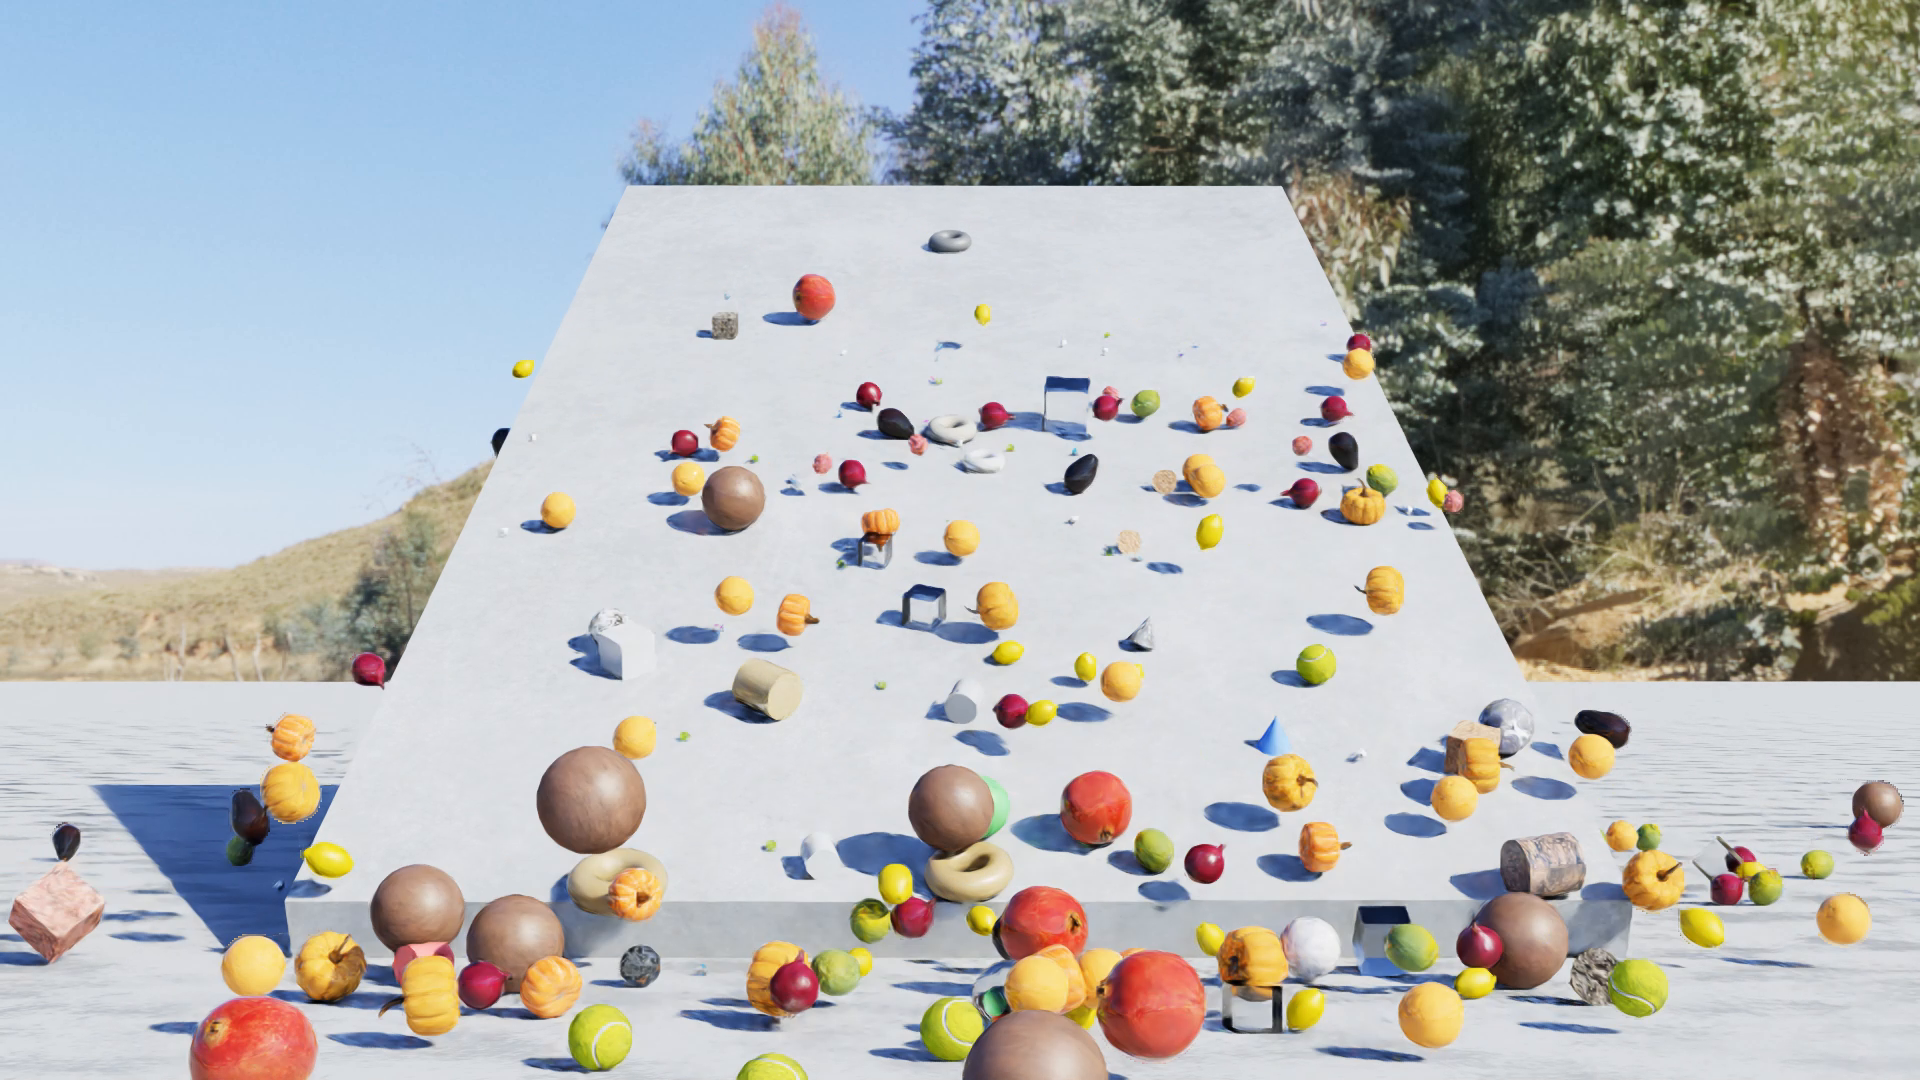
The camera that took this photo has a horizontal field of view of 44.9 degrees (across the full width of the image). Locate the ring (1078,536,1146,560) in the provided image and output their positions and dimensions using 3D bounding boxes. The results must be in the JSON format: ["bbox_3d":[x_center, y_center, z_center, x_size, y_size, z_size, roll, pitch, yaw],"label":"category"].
[{"bbox_3d":[0.298,0.016,4.580,0.135,0.045,0.135,1,1,0],"label":"ring"}]

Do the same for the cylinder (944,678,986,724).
[{"bbox_3d":[0.009,0.275,3.961,0.057,0.057,0.057,-1,24,15],"label":"cylinder"}]

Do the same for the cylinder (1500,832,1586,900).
[{"bbox_3d":[0.864,0.484,3.448,0.090,0.090,0.090,-6,-2,-16],"label":"cylinder"}]

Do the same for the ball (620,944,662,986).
[{"bbox_3d":[-0.435,0.580,3.163,0.056,0.056,0.056,0,-3,0],"label":"ball"}]

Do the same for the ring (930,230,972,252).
[{"bbox_3d":[-0.027,-0.834,6.493,0.120,0.040,0.120,-1,25,0],"label":"ring"}]

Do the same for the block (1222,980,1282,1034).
[{"bbox_3d":[0.348,0.558,2.777,0.056,0.056,0.056,1,-3,-12],"label":"block"}]

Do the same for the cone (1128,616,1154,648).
[{"bbox_3d":[0.336,0.160,4.207,0.054,0.054,0.054,17,9,-3],"label":"cone"}]

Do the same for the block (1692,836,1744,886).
[{"bbox_3d":[1.444,0.611,4.429,0.064,0.064,0.064,46,16,17],"label":"block"}]

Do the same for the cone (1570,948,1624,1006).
[{"bbox_3d":[0.809,0.572,3.016,0.075,0.075,0.075,1,-18,-14],"label":"cone"}]

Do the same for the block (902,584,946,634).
[{"bbox_3d":[-0.066,0.126,4.292,0.063,0.063,0.063,10,26,22],"label":"block"}]

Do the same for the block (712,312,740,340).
[{"bbox_3d":[-0.585,-0.534,5.792,0.055,0.055,0.055,3,24,8],"label":"block"}]

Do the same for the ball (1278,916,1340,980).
[{"bbox_3d":[0.480,0.562,3.197,0.086,0.086,0.086,0,-3,0],"label":"ball"}]

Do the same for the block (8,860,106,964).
[{"bbox_3d":[-1.323,0.545,3.404,0.088,0.088,0.088,-45,-5,-42],"label":"block"}]

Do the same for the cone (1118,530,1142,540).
[{"bbox_3d":[0.329,0.005,4.616,0.051,0.051,0.051,1,-4,-13],"label":"cone"}]

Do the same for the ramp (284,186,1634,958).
[{"bbox_3d":[-0.008,-0.228,5.293,2.000,0.100,4.000,0,24,0],"label":"ramp"}]

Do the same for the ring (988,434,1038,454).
[{"bbox_3d":[0.115,-0.207,5.093,0.112,0.037,0.112,4,-4,0],"label":"ring"}]

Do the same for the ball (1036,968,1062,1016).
[{"bbox_3d":[0.098,0.563,2.888,0.058,0.058,0.058,0,-3,0],"label":"ball"}]

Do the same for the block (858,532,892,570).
[{"bbox_3d":[-0.165,0.021,4.539,0.054,0.054,0.054,8,25,16],"label":"block"}]

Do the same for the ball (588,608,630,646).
[{"bbox_3d":[-0.631,0.160,4.195,0.076,0.076,0.076,0,-3,0],"label":"ball"}]

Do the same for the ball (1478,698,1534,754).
[{"bbox_3d":[0.904,0.309,3.848,0.091,0.091,0.091,0,-3,0],"label":"ball"}]

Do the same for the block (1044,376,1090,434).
[{"bbox_3d":[0.240,-0.303,5.219,0.098,0.098,0.098,3,24,6],"label":"block"}]

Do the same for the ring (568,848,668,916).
[{"bbox_3d":[-0.508,0.507,3.445,0.149,0.050,0.149,0,23,0],"label":"ring"}]

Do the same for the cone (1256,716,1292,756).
[{"bbox_3d":[0.524,0.318,3.864,0.060,0.060,0.060,0,24,0],"label":"cone"}]

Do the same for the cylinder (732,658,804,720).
[{"bbox_3d":[-0.328,0.254,3.973,0.085,0.085,0.085,20,10,37],"label":"cylinder"}]

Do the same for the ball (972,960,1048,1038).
[{"bbox_3d":[0.059,0.537,2.720,0.090,0.090,0.090,0,-3,0],"label":"ball"}]

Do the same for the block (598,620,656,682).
[{"bbox_3d":[-0.590,0.196,4.119,0.071,0.071,0.071,-20,31,-38],"label":"block"}]

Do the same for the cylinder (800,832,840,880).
[{"bbox_3d":[-0.211,0.477,3.509,0.052,0.052,0.052,1,23,-16],"label":"cylinder"}]

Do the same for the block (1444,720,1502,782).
[{"bbox_3d":[0.838,0.344,3.799,0.067,0.067,0.067,14,27,29],"label":"block"}]

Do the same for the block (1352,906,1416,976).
[{"bbox_3d":[0.601,0.569,3.298,0.069,0.069,0.069,1,29,-4],"label":"block"}]

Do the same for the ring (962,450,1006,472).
[{"bbox_3d":[0.052,-0.170,5.003,0.093,0.031,0.093,0,23,0],"label":"ring"}]

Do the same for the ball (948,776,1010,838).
[{"bbox_3d":[0.030,0.413,3.601,0.096,0.096,0.096,0,-3,0],"label":"ball"}]
